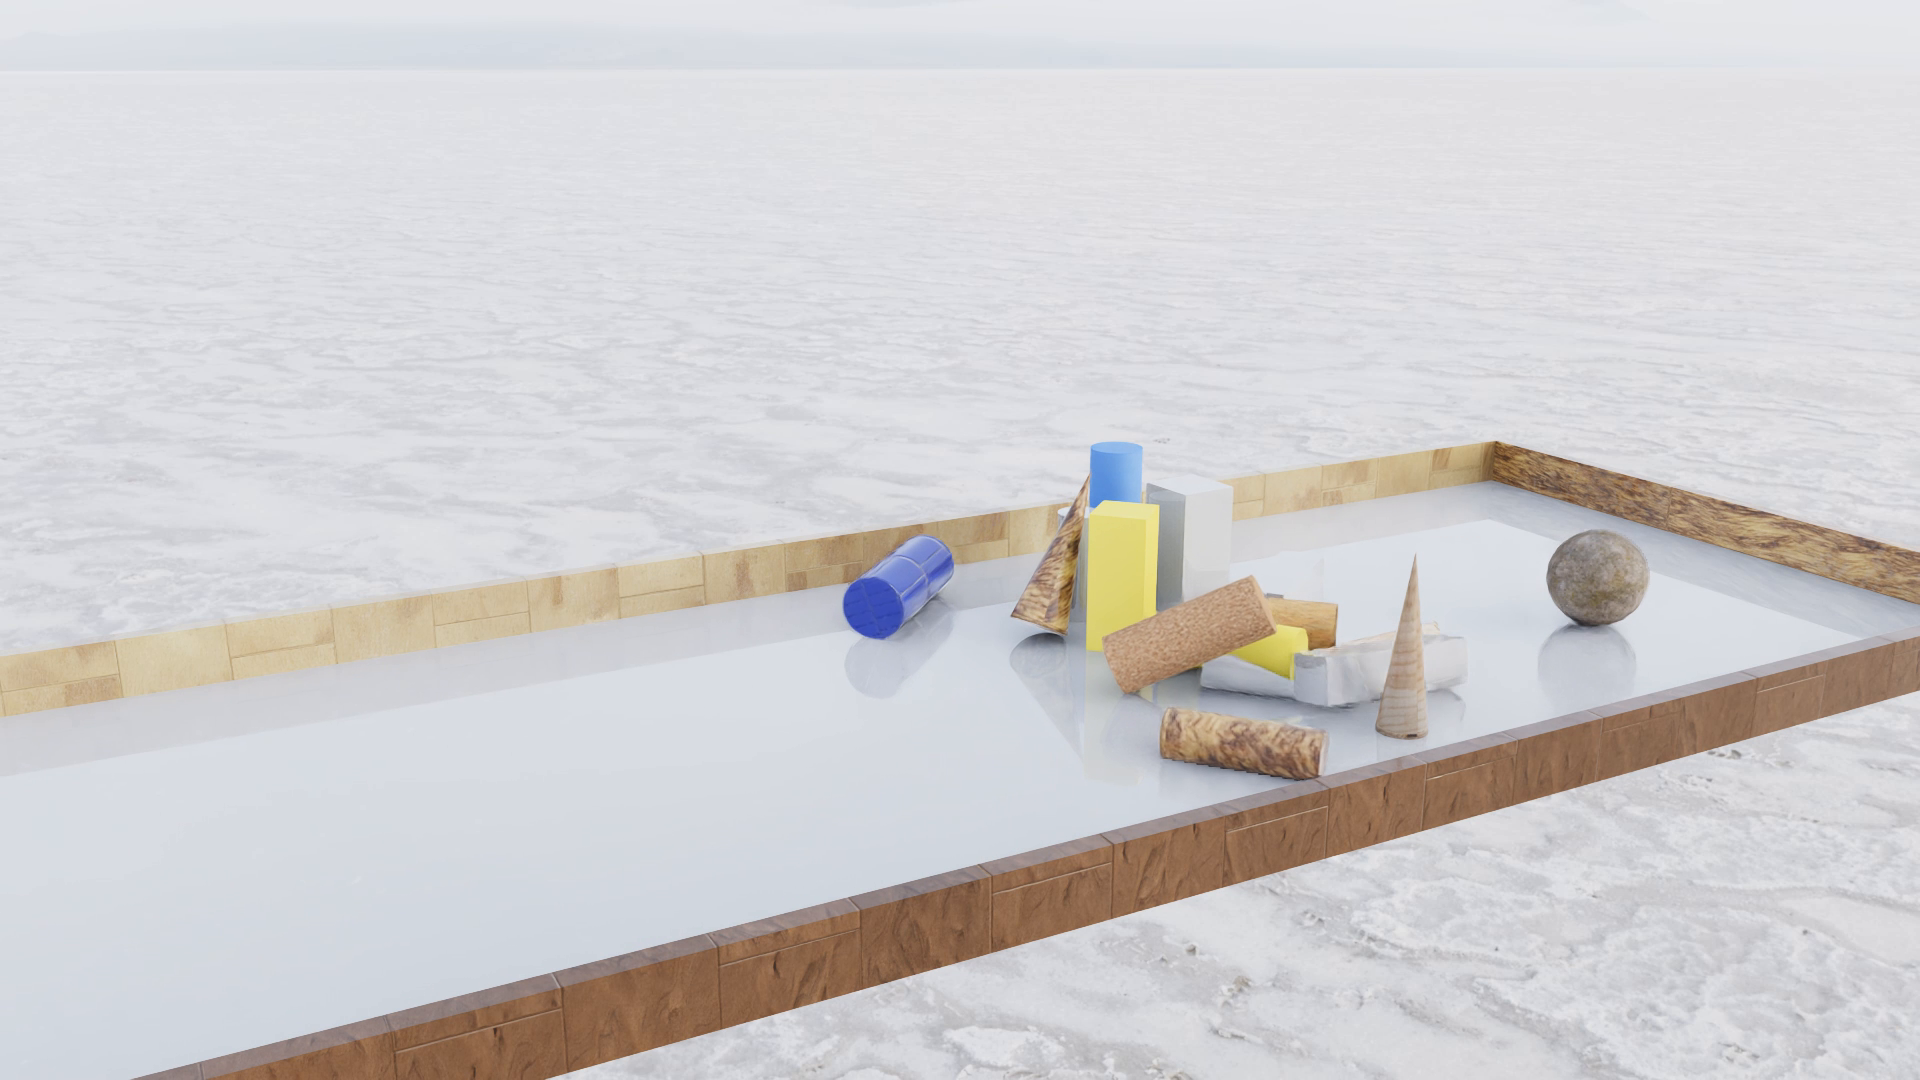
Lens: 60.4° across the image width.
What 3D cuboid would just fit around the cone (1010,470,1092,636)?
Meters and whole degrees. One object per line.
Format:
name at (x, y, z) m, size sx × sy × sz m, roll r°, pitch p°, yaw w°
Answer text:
cone at (0.283, 0.021, 4.446) m, size 0.162 × 0.449 × 0.162 m, roll 19°, pitch -5°, yaw 2°

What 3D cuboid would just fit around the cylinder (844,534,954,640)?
cylinder at (-0.166, 0.126, 4.619) m, size 0.173 × 0.173 × 0.430 m, roll 5°, pitch 17°, yaw 17°

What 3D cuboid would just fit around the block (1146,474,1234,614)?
block at (0.629, 0.031, 4.569) m, size 0.168 × 0.383 × 0.168 m, roll -10°, pitch 19°, yaw -31°

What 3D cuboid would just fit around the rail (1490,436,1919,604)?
rail at (2.466, -0.048, 5.253) m, size 0.050 × 0.150 × 2.100 m, roll -9°, pitch 18°, yaw -27°

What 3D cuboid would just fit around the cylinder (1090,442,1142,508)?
cylinder at (0.457, -0.072, 4.867) m, size 0.152 × 0.413 × 0.152 m, roll 0°, pitch 16°, yaw 0°

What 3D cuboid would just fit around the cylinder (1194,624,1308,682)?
cylinder at (0.693, 0.268, 4.187) m, size 0.344 × 0.143 × 0.143 m, roll 9°, pitch 19°, yaw 28°

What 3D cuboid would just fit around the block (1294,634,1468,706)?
block at (1.025, 0.312, 4.002) m, size 0.452 × 0.115 × 0.115 m, roll -5°, pitch 5°, yaw -29°

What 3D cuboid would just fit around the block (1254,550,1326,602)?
block at (0.904, 0.148, 4.628) m, size 0.125 × 0.125 × 0.407 m, roll 8°, pitch 18°, yaw 26°

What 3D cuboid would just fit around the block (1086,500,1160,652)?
block at (0.429, 0.099, 4.357) m, size 0.151 × 0.372 × 0.151 m, roll 6°, pitch 17°, yaw 18°

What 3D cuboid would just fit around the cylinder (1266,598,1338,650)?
cylinder at (0.826, 0.219, 4.370) m, size 0.331 × 0.133 × 0.133 m, roll 5°, pitch 17°, yaw 16°

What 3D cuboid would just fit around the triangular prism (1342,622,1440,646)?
triangular prism at (1.091, 0.283, 4.195) m, size 0.317 × 0.104 × 0.121 m, roll -9°, pitch 19°, yaw -29°

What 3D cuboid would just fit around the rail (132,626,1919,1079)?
rail at (-2.336, 1.006, 1.665) m, size 12.000 × 0.150 × 0.050 m, roll -9°, pitch 18°, yaw -27°

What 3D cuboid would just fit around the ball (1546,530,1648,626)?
ball at (1.751, 0.105, 4.534) m, size 0.262 × 0.262 × 0.262 m, roll 0°, pitch 16°, yaw 0°

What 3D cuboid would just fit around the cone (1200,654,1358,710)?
cone at (0.788, 0.361, 4.035) m, size 0.384 × 0.103 × 0.103 m, roll 15°, pitch 21°, yaw 21°

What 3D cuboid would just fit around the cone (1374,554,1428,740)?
cone at (1.031, 0.232, 3.788) m, size 0.122 × 0.437 × 0.122 m, roll 0°, pitch 16°, yaw 0°

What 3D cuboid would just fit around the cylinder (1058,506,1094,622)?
cylinder at (0.330, 0.067, 4.593) m, size 0.121 × 0.301 × 0.121 m, roll 0°, pitch 16°, yaw 0°

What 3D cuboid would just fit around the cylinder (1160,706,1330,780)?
cylinder at (0.625, 0.447, 3.632) m, size 0.353 × 0.113 × 0.113 m, roll 7°, pitch 18°, yaw 22°

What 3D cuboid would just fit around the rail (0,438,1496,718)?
rail at (-3.305, 0.497, 3.399) m, size 12.000 × 0.150 × 0.050 m, roll -9°, pitch 18°, yaw -27°

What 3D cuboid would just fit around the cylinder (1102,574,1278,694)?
cylinder at (0.557, 0.231, 4.013) m, size 0.394 × 0.153 × 0.153 m, roll -24°, pitch 11°, yaw 14°
